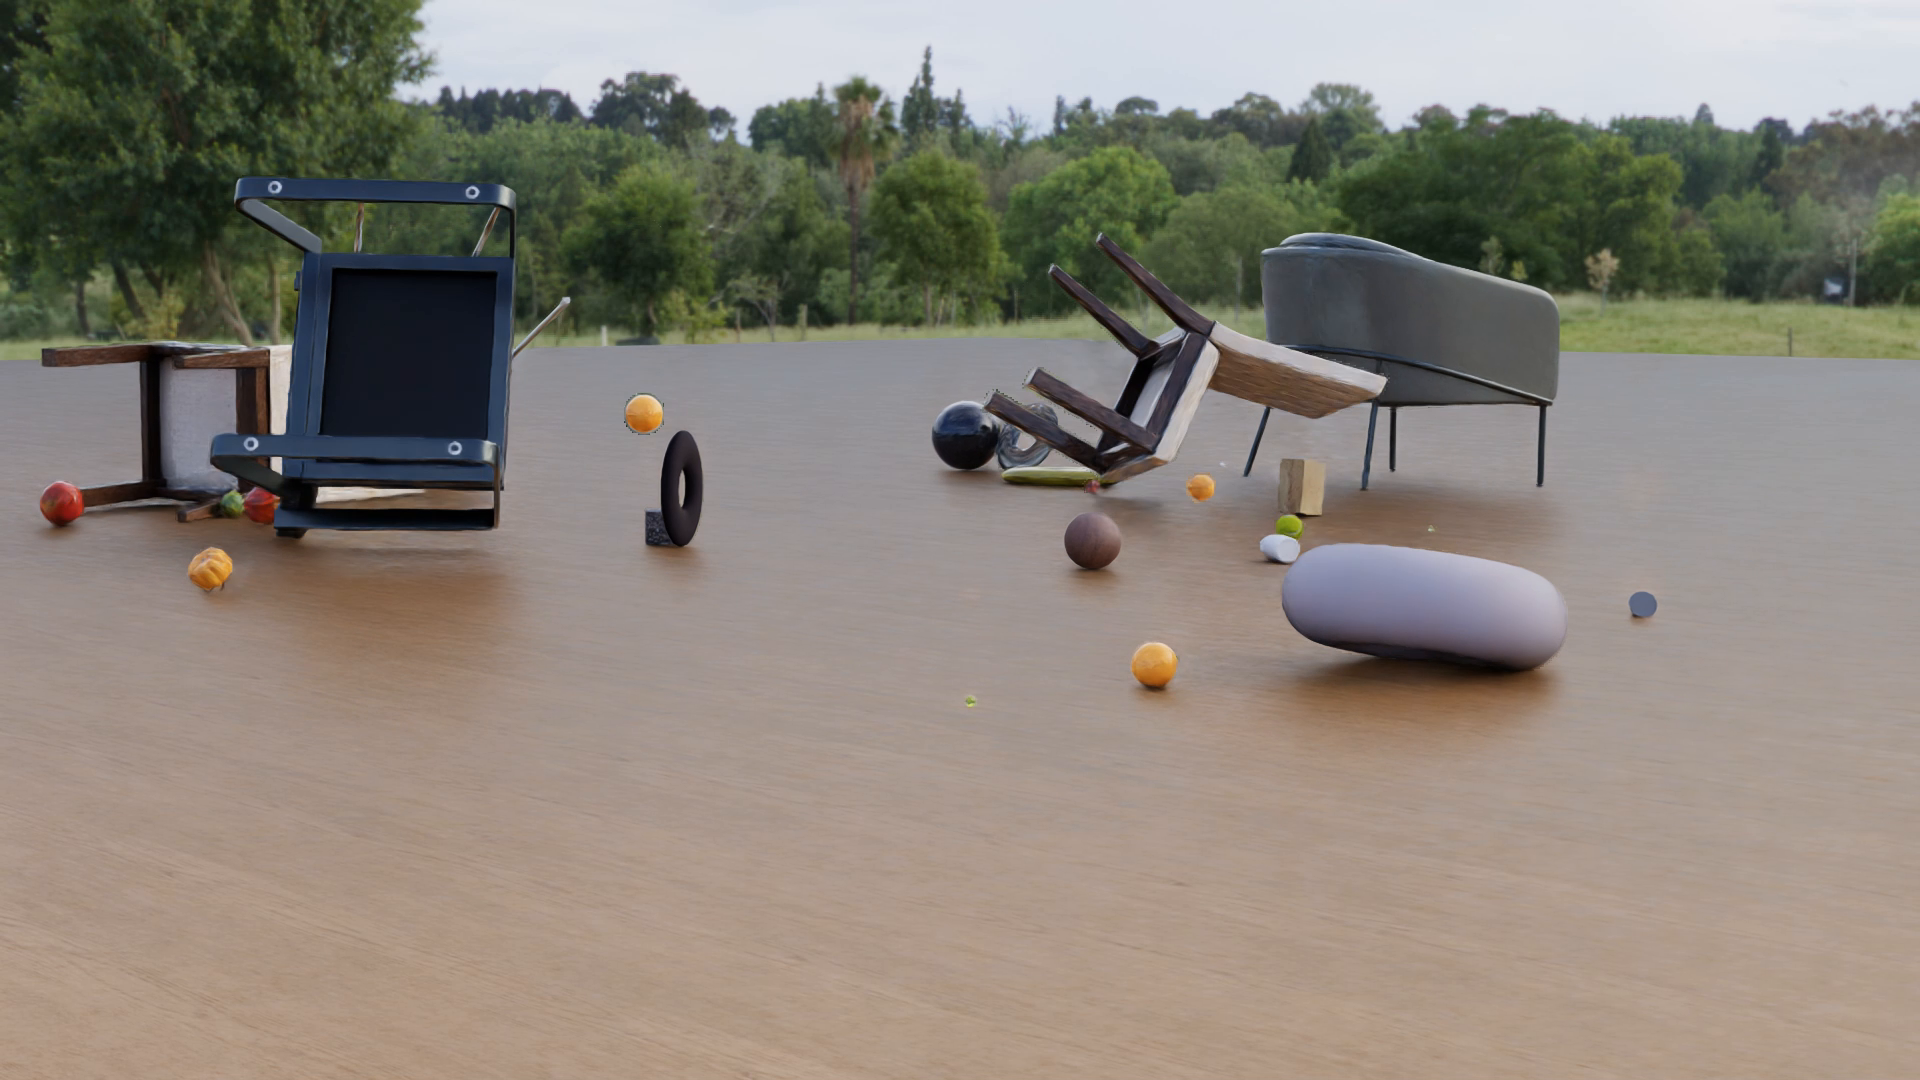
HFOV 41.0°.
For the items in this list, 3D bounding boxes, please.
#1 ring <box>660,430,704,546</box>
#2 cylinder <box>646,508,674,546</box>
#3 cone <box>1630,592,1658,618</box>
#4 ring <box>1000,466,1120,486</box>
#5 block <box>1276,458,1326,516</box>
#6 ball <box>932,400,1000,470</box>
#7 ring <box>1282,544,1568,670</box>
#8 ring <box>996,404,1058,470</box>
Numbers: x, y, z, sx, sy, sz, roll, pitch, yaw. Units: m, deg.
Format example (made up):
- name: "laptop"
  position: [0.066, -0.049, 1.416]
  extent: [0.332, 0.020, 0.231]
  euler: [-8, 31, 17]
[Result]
- name: "ring"
  position: [-0.676, -0.125, 6.237]
  extent: [0.040, 0.285, 0.152]
  euler: [5, 8, 29]
- name: "cylinder"
  position: [-0.736, -0.032, 6.327]
  extent: [0.080, 0.082, 0.090]
  euler: [0, 6, -5]
- name: "cone"
  position: [1.320, 0.134, 4.996]
  extent: [0.056, 0.053, 0.062]
  euler: [-4, -17, -6]
- name: "ring"
  position: [0.318, -0.201, 8.109]
  extent: [0.412, 0.053, 0.193]
  euler: [3, 6, 27]
- name: "block"
  position: [0.938, -0.145, 7.042]
  extent: [0.076, 0.145, 0.109]
  euler: [5, 0, 41]
- name: "ball"
  position: [0.021, -0.355, 8.717]
  extent: [0.235, 0.235, 0.235]
  euler: [0, 6, 0]
- name: "ring"
  position: [0.776, 0.114, 4.297]
  extent: [0.478, 0.163, 0.404]
  euler: [9, -6, -2]
- name: "ring"
  position: [0.228, -0.344, 8.666]
  extent: [0.181, 0.276, 0.052]
  euler: [29, -15, 12]
